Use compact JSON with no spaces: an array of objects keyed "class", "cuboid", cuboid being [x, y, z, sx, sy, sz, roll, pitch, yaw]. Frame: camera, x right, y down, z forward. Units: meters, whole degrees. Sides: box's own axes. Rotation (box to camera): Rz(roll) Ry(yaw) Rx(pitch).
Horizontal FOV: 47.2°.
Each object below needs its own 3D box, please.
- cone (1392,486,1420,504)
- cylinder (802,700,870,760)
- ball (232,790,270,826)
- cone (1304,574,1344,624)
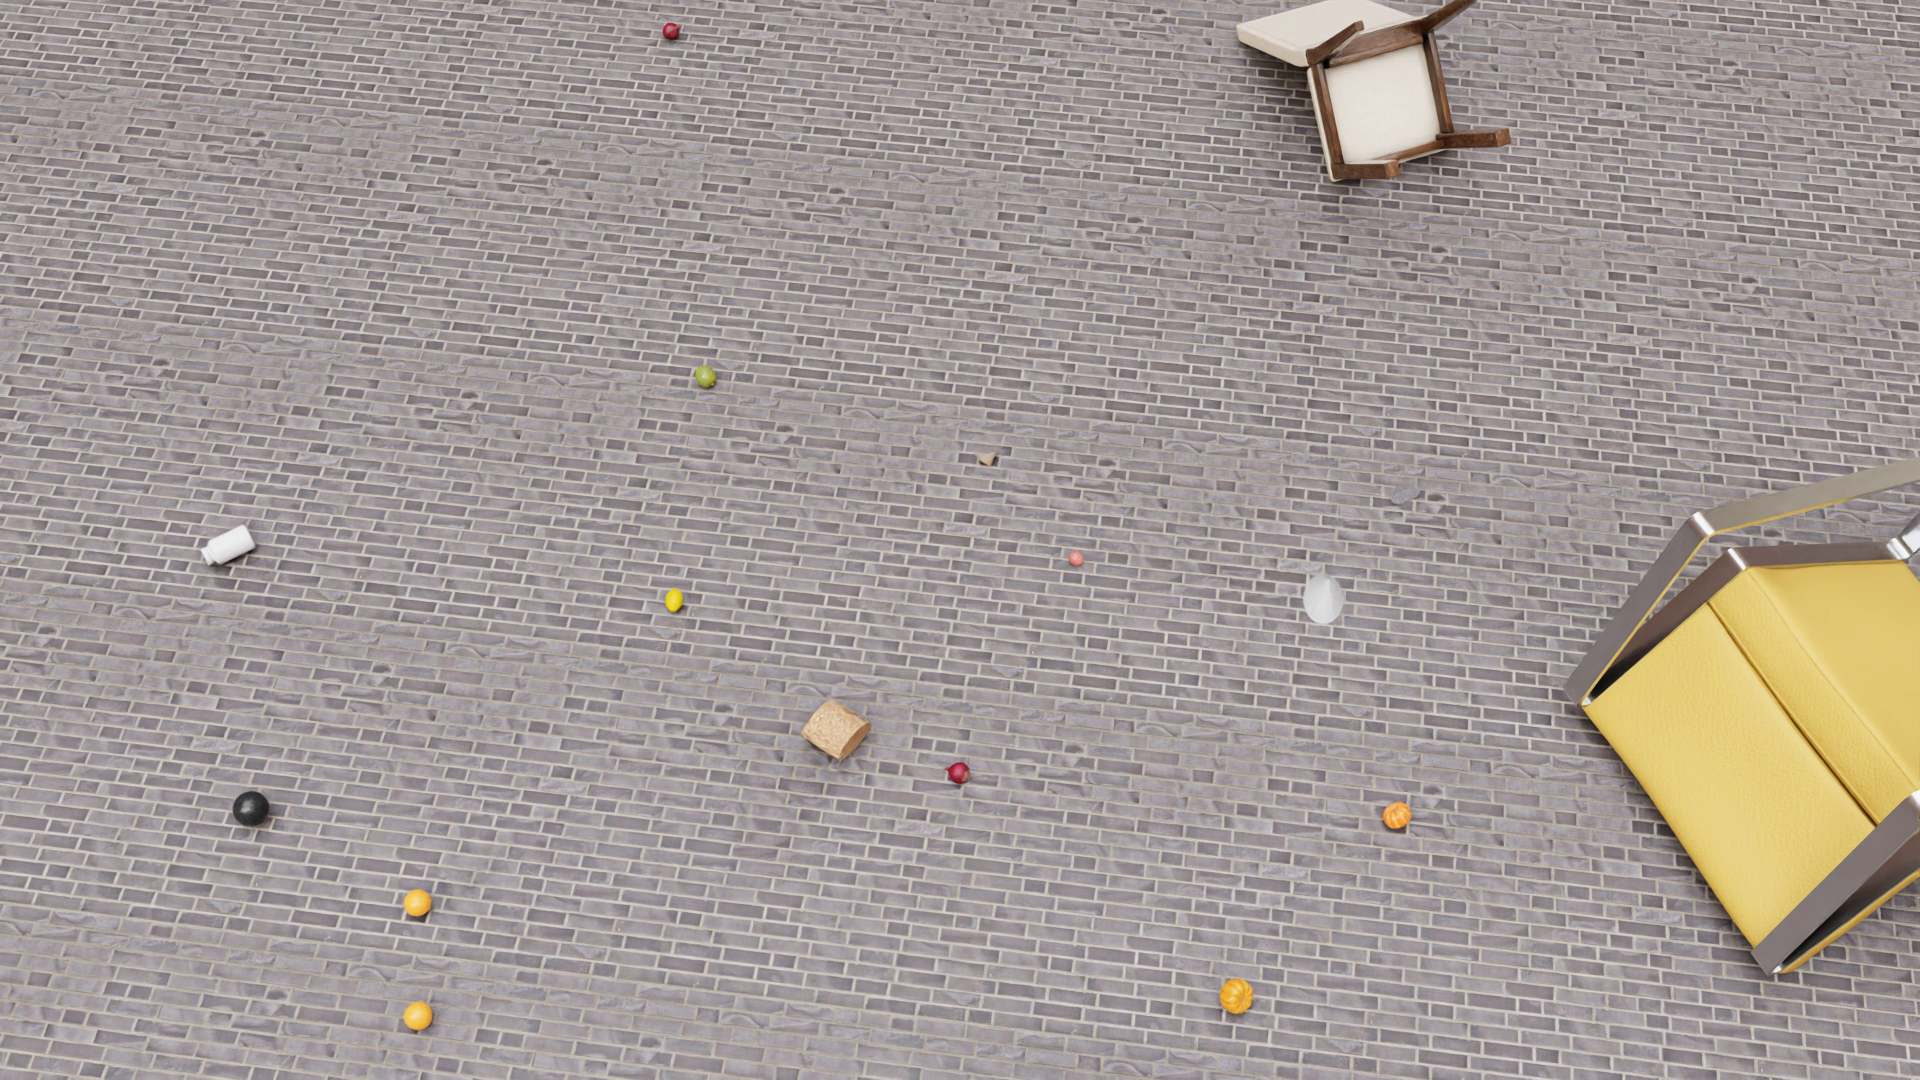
[{"class":"cone","cuboid":[1.337,-0.149,6.661,0.097,0.048,0.060,-17,36,-10]},{"class":"cylinder","cuboid":[-0.348,0.533,6.164,0.128,0.083,0.149,30,49,19]},{"class":"ball","cuboid":[-1.941,0.736,6.021,0.098,0.098,0.098,0,56,0]},{"class":"cone","cuboid":[1.068,0.143,6.414,0.116,0.107,0.176,8,56,5]}]
